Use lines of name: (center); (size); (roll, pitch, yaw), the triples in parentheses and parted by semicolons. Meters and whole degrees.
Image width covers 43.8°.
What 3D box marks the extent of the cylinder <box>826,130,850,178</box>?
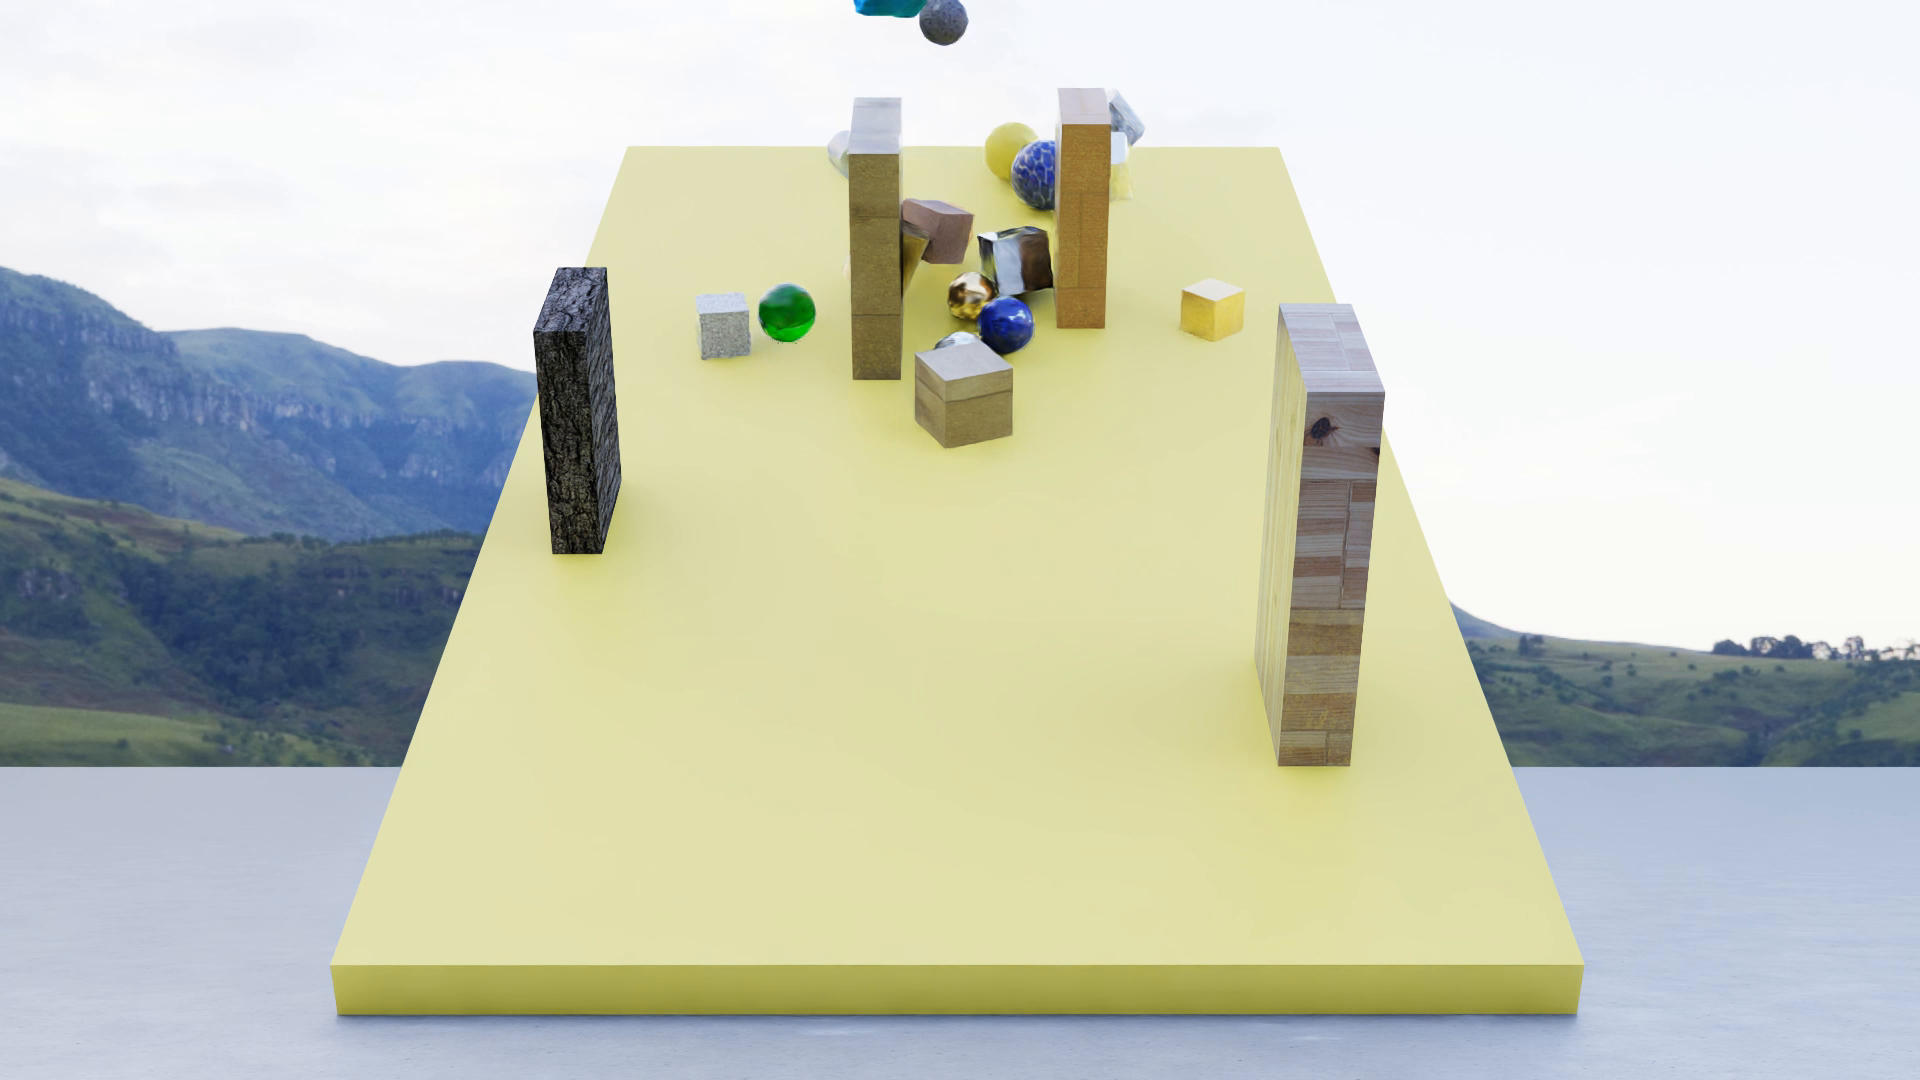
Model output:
cylinder: (-0.321, -1.138, 7.073); (0.118, 0.118, 0.118); (2, 26, -24)

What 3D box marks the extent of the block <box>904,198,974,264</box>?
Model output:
block: (-0.070, -0.817, 6.317); (0.134, 0.134, 0.134); (27, 22, 35)

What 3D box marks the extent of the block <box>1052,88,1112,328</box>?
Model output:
block: (0.308, -0.846, 6.085); (0.123, 0.540, 0.296); (0, 28, 0)

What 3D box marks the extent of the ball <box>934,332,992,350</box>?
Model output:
ball: (0.005, -0.418, 5.689); (0.156, 0.156, 0.156); (0, -5, 0)

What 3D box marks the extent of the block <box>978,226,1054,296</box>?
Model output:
block: (0.145, -0.728, 6.229); (0.147, 0.147, 0.147); (-12, 16, -13)

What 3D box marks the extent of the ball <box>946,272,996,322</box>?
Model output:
ball: (0.030, -0.622, 6.104); (0.126, 0.126, 0.126); (0, -5, 0)

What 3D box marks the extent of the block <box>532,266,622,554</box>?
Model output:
block: (-0.804, -0.276, 5.046); (0.104, 0.507, 0.347); (0, 28, 0)

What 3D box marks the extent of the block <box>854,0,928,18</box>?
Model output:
block: (-0.185, -1.555, 6.508); (0.181, 0.181, 0.181); (-4, -22, -30)

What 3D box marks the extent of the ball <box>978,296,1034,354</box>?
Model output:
ball: (0.114, -0.533, 5.921); (0.142, 0.142, 0.142); (0, -5, 0)

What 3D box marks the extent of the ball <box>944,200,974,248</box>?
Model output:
ball: (-0.041, -0.842, 6.478); (0.155, 0.155, 0.155); (0, -5, 0)

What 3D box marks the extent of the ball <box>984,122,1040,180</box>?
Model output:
ball: (0.156, -1.145, 7.034); (0.171, 0.171, 0.171); (0, -5, 0)

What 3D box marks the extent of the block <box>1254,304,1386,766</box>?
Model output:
block: (0.639, -0.009, 4.306); (0.130, 0.743, 0.382); (0, 28, 0)

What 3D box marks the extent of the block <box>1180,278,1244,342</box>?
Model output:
block: (0.638, -0.582, 6.046); (0.113, 0.113, 0.113); (-25, 37, -38)

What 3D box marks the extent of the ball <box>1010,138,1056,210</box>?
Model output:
ball: (0.244, -1.041, 6.807); (0.202, 0.202, 0.202); (0, -5, 0)

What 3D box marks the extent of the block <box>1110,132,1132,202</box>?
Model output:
block: (0.390, -1.001, 6.429); (0.129, 0.129, 0.129); (-6, -42, 9)

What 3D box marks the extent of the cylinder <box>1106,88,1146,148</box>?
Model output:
cylinder: (0.439, -1.201, 6.875); (0.138, 0.138, 0.138); (49, -28, -21)

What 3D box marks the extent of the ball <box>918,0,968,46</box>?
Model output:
ball: (-0.050, -1.585, 7.283); (0.151, 0.151, 0.151); (0, -5, 0)

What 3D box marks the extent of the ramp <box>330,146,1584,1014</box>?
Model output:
ramp: (-0.011, -0.222, 5.594); (2.000, 0.100, 4.000); (0, 28, 0)

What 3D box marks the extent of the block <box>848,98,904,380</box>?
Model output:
block: (-0.202, -0.742, 5.850); (0.118, 0.574, 0.424); (0, 28, 0)

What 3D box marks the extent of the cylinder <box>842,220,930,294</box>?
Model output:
cylinder: (-0.193, -0.741, 6.206); (0.178, 0.178, 0.178); (23, 17, -7)

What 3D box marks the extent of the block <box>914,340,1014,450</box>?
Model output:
block: (0.008, -0.336, 5.521); (0.171, 0.171, 0.171); (-12, 31, -22)

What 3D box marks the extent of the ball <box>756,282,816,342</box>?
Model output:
ball: (-0.434, -0.569, 5.978); (0.149, 0.149, 0.149); (0, -5, 0)

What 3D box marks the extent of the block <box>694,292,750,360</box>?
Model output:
block: (-0.590, -0.533, 5.937); (0.122, 0.122, 0.122); (-5, 29, -10)
